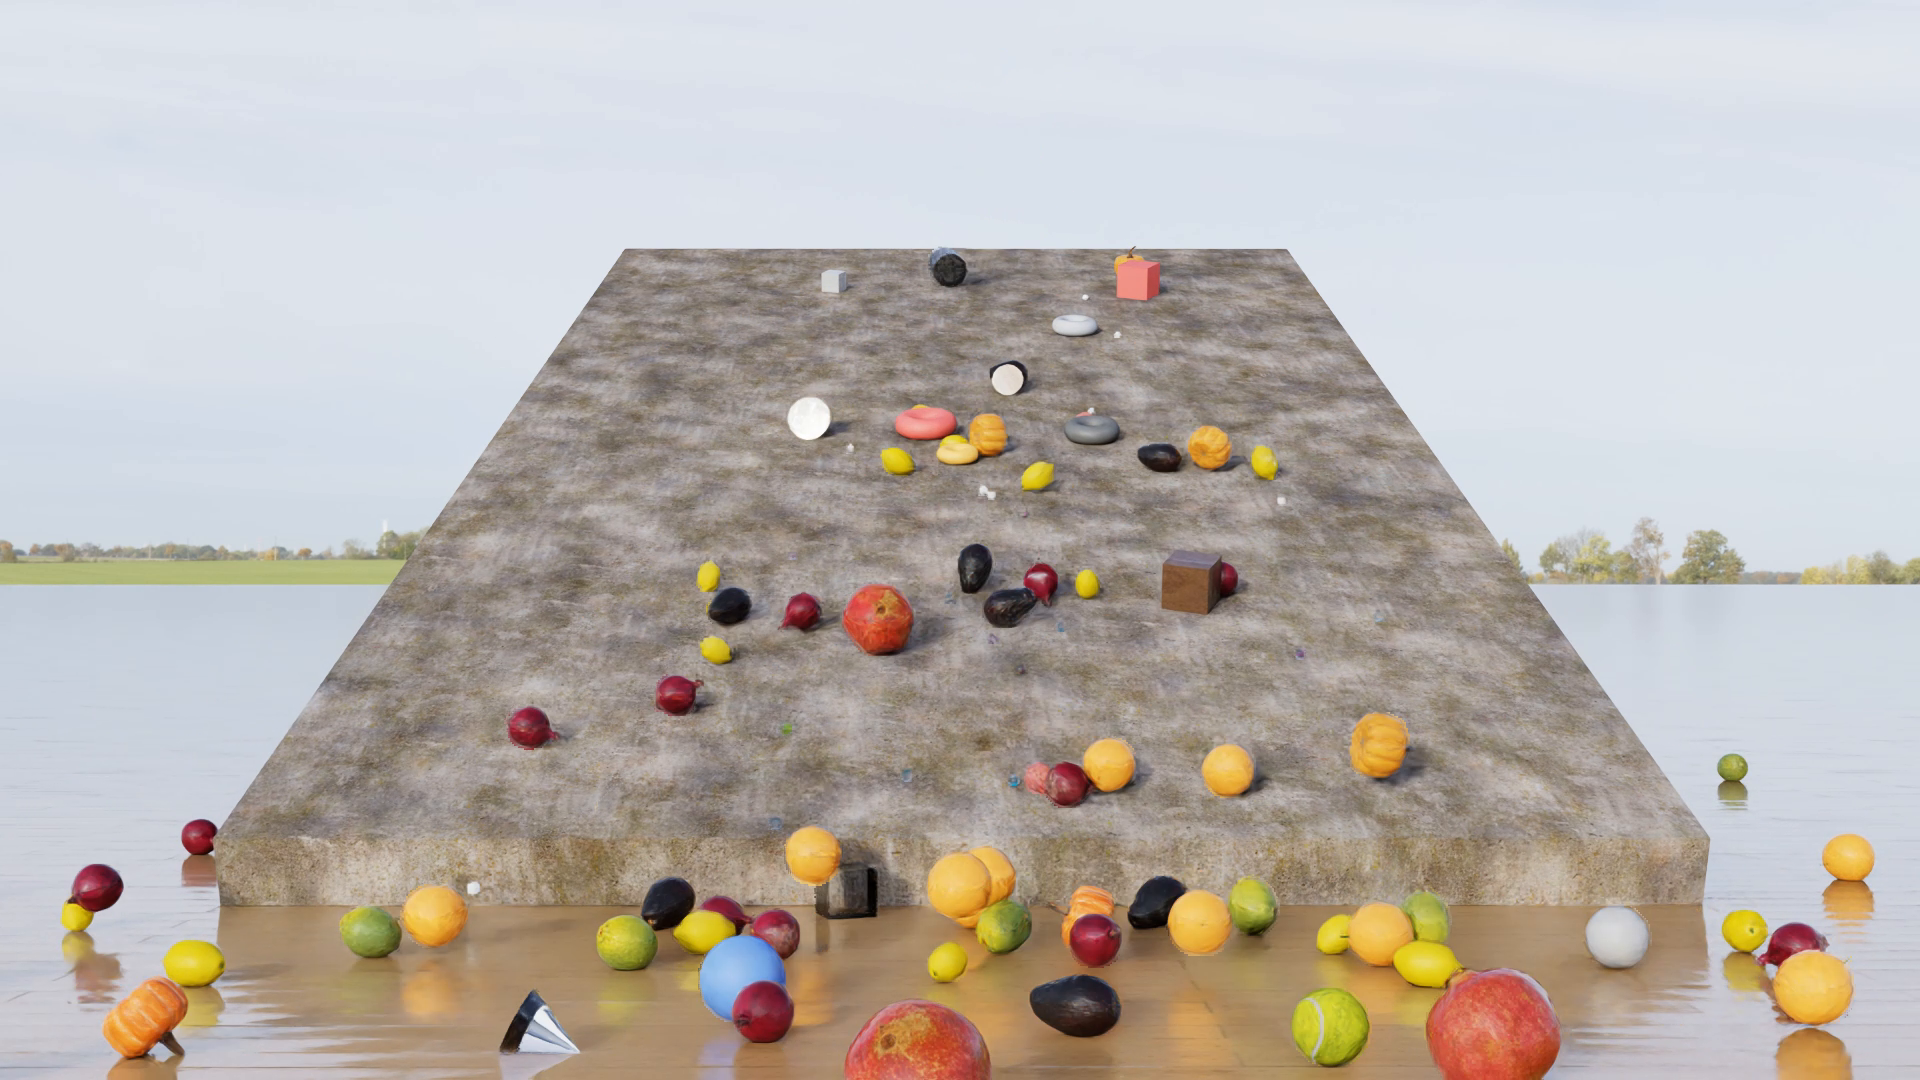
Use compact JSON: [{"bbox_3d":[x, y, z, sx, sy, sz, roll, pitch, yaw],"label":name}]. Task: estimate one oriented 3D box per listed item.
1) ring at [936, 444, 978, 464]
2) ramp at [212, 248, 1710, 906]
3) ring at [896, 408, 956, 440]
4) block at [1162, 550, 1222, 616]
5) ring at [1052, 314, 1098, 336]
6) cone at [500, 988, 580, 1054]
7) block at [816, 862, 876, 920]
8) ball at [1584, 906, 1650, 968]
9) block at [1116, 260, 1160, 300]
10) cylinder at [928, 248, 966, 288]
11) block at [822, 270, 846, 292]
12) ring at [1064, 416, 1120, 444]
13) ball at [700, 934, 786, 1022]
[{"bbox_3d":[-0.005,-0.179,4.664,0.088,0.029,0.088,-1,18,0],"label":"ring"},{"bbox_3d":[-0.004,-0.194,4.910,2.000,0.100,4.000,0,19,0],"label":"ramp"},{"bbox_3d":[-0.074,-0.252,4.856,0.135,0.045,0.135,-1,20,0],"label":"ring"},{"bbox_3d":[0.396,0.072,3.842,0.081,0.081,0.081,7,20,21],"label":"block"},{"bbox_3d":[0.293,-0.549,5.747,0.116,0.039,0.116,1,18,0],"label":"ring"},{"bbox_3d":[-0.382,0.462,2.092,0.066,0.066,0.066,27,0,3],"label":"cone"},{"bbox_3d":[-0.149,0.460,2.948,0.064,0.064,0.064,0,-1,-20],"label":"block"},{"bbox_3d":[0.744,0.450,2.546,0.070,0.070,0.070,0,-1,0],"label":"ball"},{"bbox_3d":[0.489,-0.713,6.156,0.088,0.088,0.088,9,21,25],"label":"block"},{"bbox_3d":[-0.035,-0.765,6.299,0.094,0.094,0.094,0,18,-10],"label":"cylinder"},{"bbox_3d":[-0.349,-0.717,6.221,0.051,0.051,0.051,7,20,20],"label":"block"},{"bbox_3d":[0.283,-0.236,4.818,0.120,0.040,0.120,0,20,0],"label":"ring"},{"bbox_3d":[-0.217,0.437,2.241,0.085,0.085,0.085,0,-1,0],"label":"ball"}]
